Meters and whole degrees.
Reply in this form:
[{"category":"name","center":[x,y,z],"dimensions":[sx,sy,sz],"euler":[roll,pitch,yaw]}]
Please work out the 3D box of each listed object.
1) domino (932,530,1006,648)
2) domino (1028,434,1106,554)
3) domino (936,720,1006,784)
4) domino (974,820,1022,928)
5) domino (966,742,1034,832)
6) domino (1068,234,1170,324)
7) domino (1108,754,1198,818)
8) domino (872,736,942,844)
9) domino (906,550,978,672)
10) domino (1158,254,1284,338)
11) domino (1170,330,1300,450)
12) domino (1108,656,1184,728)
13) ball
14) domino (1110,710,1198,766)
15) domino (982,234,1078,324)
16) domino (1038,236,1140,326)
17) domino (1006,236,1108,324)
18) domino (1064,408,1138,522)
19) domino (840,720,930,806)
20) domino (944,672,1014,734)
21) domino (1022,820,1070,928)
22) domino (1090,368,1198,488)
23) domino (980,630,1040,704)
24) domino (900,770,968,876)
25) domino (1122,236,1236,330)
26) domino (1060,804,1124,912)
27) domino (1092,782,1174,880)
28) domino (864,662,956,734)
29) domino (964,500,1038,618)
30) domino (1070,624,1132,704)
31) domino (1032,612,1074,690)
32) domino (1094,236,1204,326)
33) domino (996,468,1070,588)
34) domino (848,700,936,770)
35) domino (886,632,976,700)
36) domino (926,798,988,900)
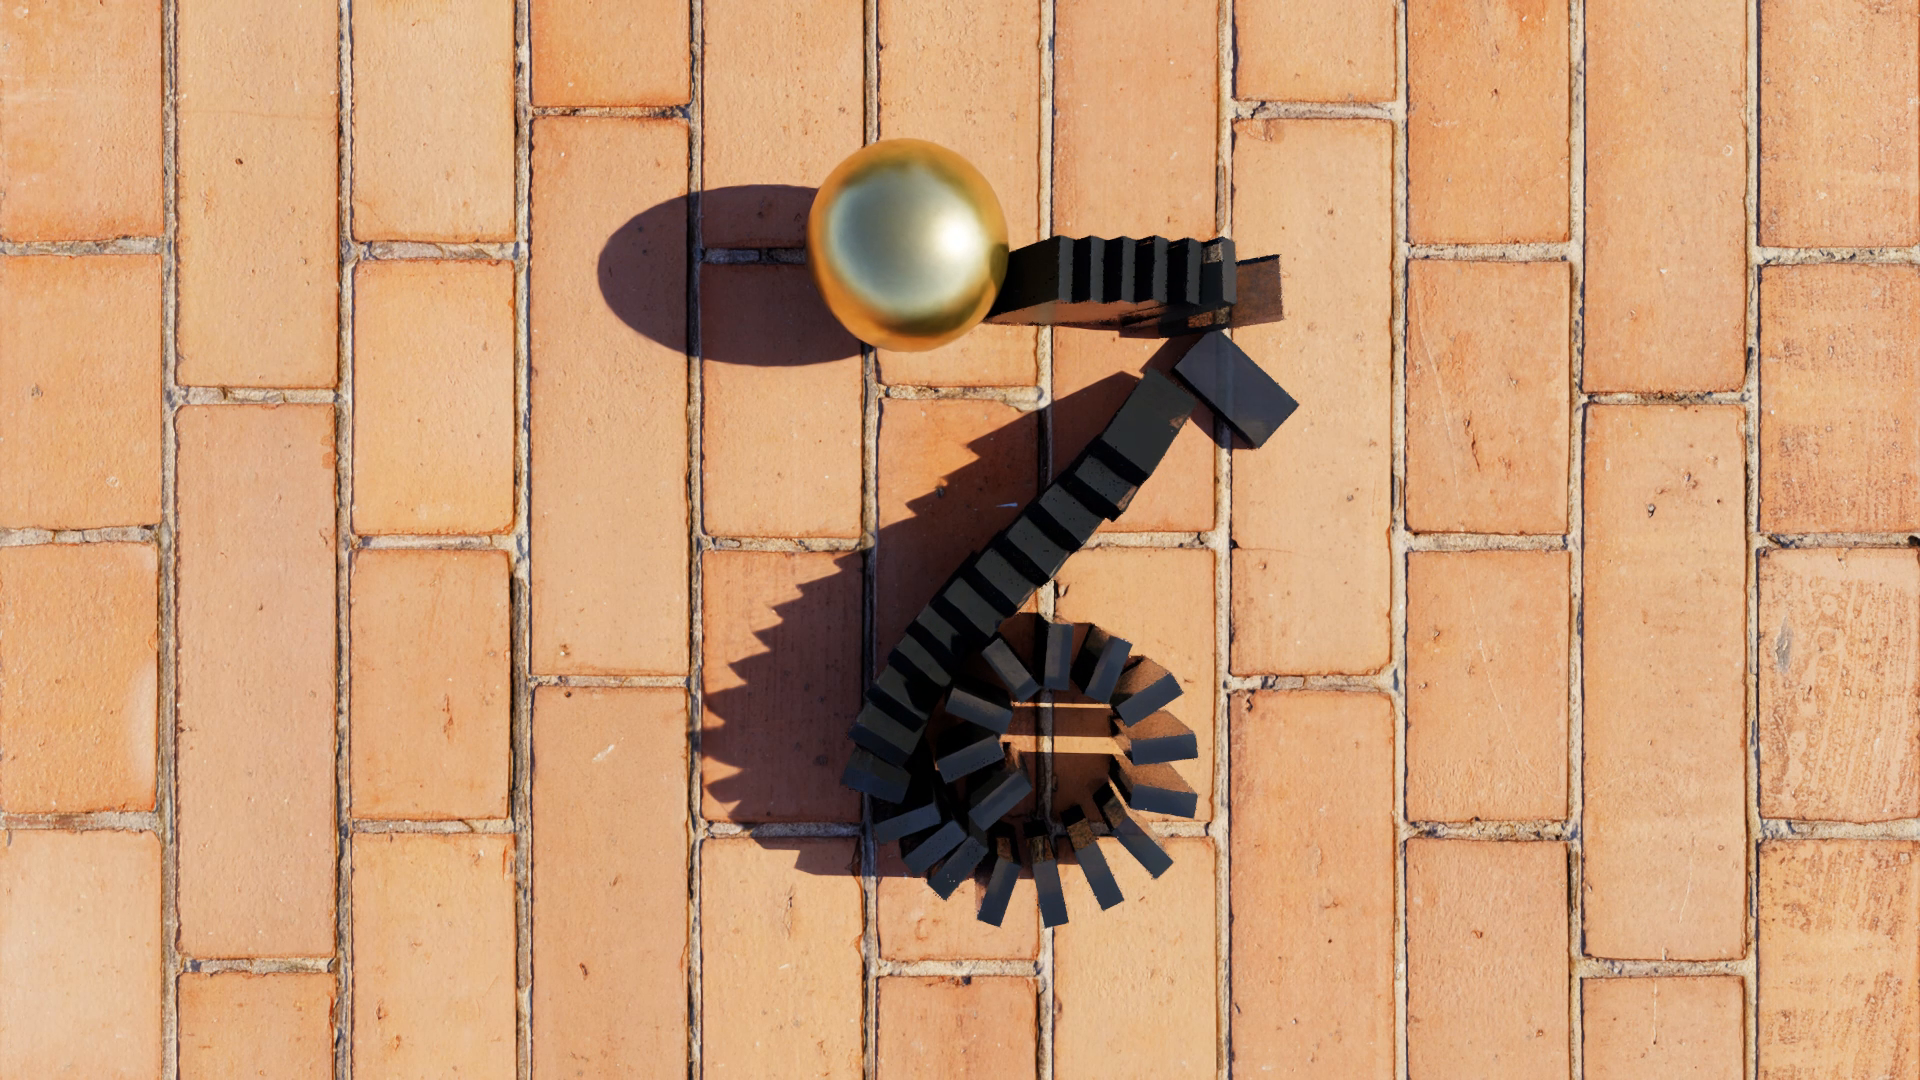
[{"category":"domino","center":[0.012,0.019,0.379],"dimensions":[0.025,0.009,0.050],"euler":[43,45,0]},{"category":"domino","center":[0.052,-0.020,0.382],"dimensions":[0.025,0.010,0.050],"euler":[43,57,0]},{"category":"domino","center":[0.004,0.084,0.375],"dimensions":[0.025,0.050,0.010],"euler":[-24,90,0]},{"category":"domino","center":[0.015,0.135,0.375],"dimensions":[0.010,0.050,0.025],"euler":[19,90,0]},{"category":"domino","center":[0.015,0.100,0.375],"dimensions":[0.025,0.050,0.010],"euler":[-40,90,0]},{"category":"domino","center":[0.063,-0.106,0.378],"dimensions":[0.009,0.050,0.025],"euler":[2,90,-39]},{"category":"domino","center":[0.078,0.100,0.375],"dimensions":[0.025,0.050,0.010],"euler":[9,90,0]},{"category":"domino","center":[-0.023,0.101,0.375],"dimensions":[0.025,0.050,0.010],"euler":[-20,109,0]},{"category":"domino","center":[0.001,0.028,0.379],"dimensions":[0.025,0.050,0.009],"euler":[41,135,0]},{"category":"domino","center":[0.109,-0.102,0.385],"dimensions":[0.050,0.009,0.025],"euler":[-4,85,24]},{"category":"domino","center":[0.118,-0.066,0.395],"dimensions":[0.050,0.010,0.025],"euler":[43,90,0]},{"category":"domino","center":[0.073,0.061,0.375],"dimensions":[0.025,0.050,0.009],"euler":[-32,90,0]},{"category":"ball","center":[-0.020,-0.114,0.360],"dimensions":[0.080,0.080,0.080],"euler":[0,90,0]},{"category":"domino","center":[0.078,0.080,0.375],"dimensions":[0.025,0.050,0.010],"euler":[-7,90,0]},{"category":"domino","center":[0.027,-0.106,0.378],"dimensions":[0.010,0.050,0.025],"euler":[2,90,-39]},{"category":"domino","center":[0.051,-0.106,0.378],"dimensions":[0.010,0.050,0.025],"euler":[2,90,-39]},{"category":"domino","center":[0.039,-0.106,0.378],"dimensions":[0.010,0.050,0.025],"euler":[2,90,-39]},{"category":"domino","center":[0.067,-0.033,0.383],"dimensions":[0.025,0.009,0.050],"euler":[37,58,0]},{"category":"domino","center":[-0.029,0.084,0.375],"dimensions":[0.025,0.050,0.009],"euler":[20,116,0]},{"category":"domino","center":[0.007,0.066,0.375],"dimensions":[0.025,0.050,0.009],"euler":[22,90,0]},{"category":"domino","center":[0.035,0.135,0.375],"dimensions":[0.009,0.050,0.025],"euler":[-12,90,0]},{"category":"domino","center":[0.077,-0.048,0.383],"dimensions":[0.025,0.009,0.050],"euler":[37,58,0]},{"category":"domino","center":[0.019,0.050,0.375],"dimensions":[0.009,0.050,0.025],"euler":[-39,90,0]},{"category":"domino","center":[-0.013,0.114,0.375],"dimensions":[0.025,0.050,0.010],"euler":[-38,101,0]},{"category":"domino","center":[0.089,-0.105,0.378],"dimensions":[0.010,0.050,0.025],"euler":[2,87,-41]},{"category":"domino","center":[0.053,0.129,0.375],"dimensions":[0.010,0.050,0.025],"euler":[-26,90,0]},{"category":"domino","center":[0.070,0.118,0.375],"dimensions":[0.010,0.050,0.025],"euler":[-45,90,0]},{"category":"domino","center":[-0.016,0.053,0.378],"dimensions":[0.025,0.050,0.009],"euler":[37,131,0]},{"category":"domino","center":[0.026,0.007,0.380],"dimensions":[0.025,0.010,0.050],"euler":[43,51,0]},{"category":"domino","center":[0.057,0.049,0.375],"dimensions":[0.010,0.050,0.025],"euler":[23,90,0]},{"category":"domino","center":[0.038,0.045,0.375],"dimensions":[0.009,0.050,0.025],"euler":[5,90,0]},{"category":"domino","center":[0.076,-0.106,0.378],"dimensions":[0.010,0.050,0.025],"euler":[2,90,-40]},{"category":"domino","center":[0.039,-0.006,0.382],"dimensions":[0.025,0.009,0.050],"euler":[43,54,0]},{"category":"domino","center":[-0.024,0.068,0.377],"dimensions":[0.025,0.050,0.010],"euler":[32,124,0]},{"category":"domino","center":[-0.006,0.040,0.379],"dimensions":[0.025,0.050,0.010],"euler":[41,135,0]},{"category":"domino","center":[-0.001,0.125,0.375],"dimensions":[0.010,0.050,0.025],"euler":[42,90,-2]}]
